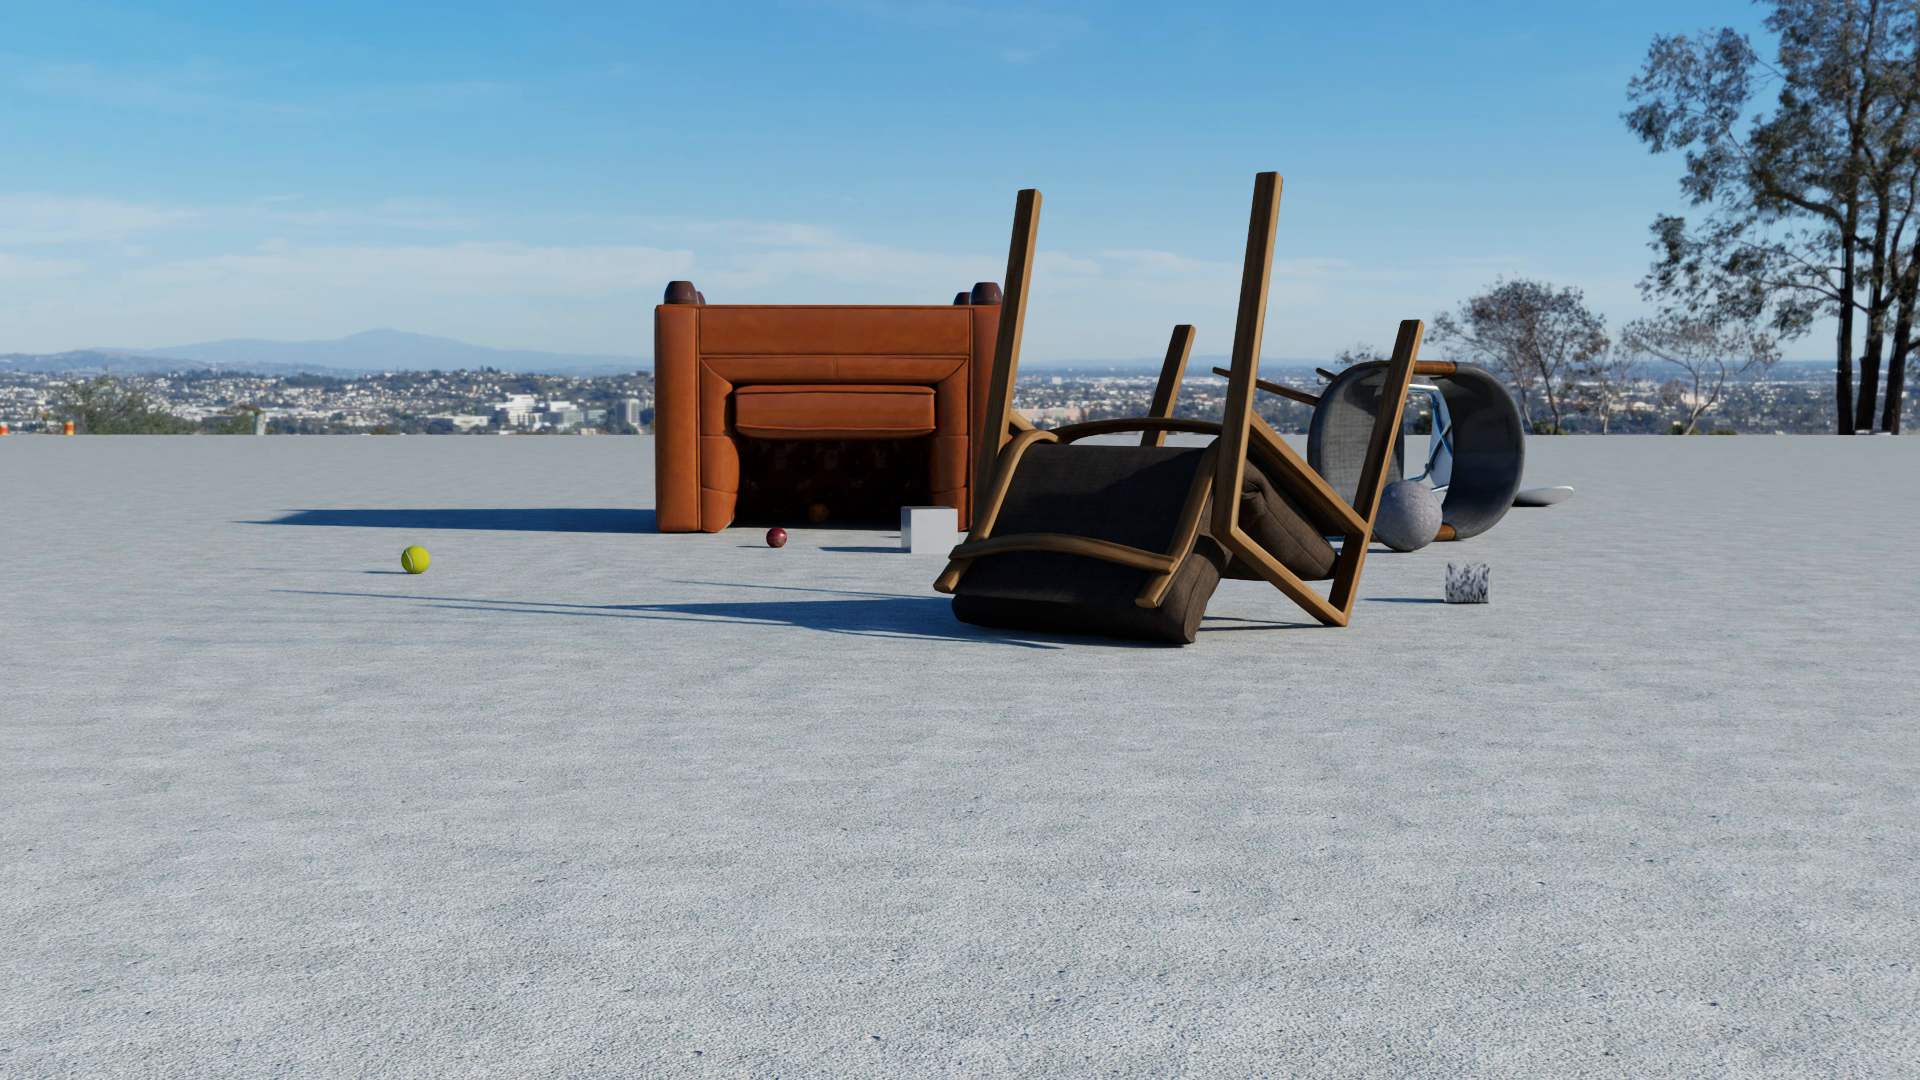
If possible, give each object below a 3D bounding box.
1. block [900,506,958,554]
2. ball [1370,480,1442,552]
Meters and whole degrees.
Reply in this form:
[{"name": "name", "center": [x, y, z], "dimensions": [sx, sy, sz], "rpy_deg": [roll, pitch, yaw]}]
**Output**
[{"name": "block", "center": [-0.086, -0.029, 6.093], "dimensions": [0.129, 0.120, 0.165], "rpy_deg": [-1, 4, -11]}, {"name": "ball", "center": [1.229, -0.066, 6.064], "dimensions": [0.198, 0.198, 0.198], "rpy_deg": [0, 4, 0]}]
